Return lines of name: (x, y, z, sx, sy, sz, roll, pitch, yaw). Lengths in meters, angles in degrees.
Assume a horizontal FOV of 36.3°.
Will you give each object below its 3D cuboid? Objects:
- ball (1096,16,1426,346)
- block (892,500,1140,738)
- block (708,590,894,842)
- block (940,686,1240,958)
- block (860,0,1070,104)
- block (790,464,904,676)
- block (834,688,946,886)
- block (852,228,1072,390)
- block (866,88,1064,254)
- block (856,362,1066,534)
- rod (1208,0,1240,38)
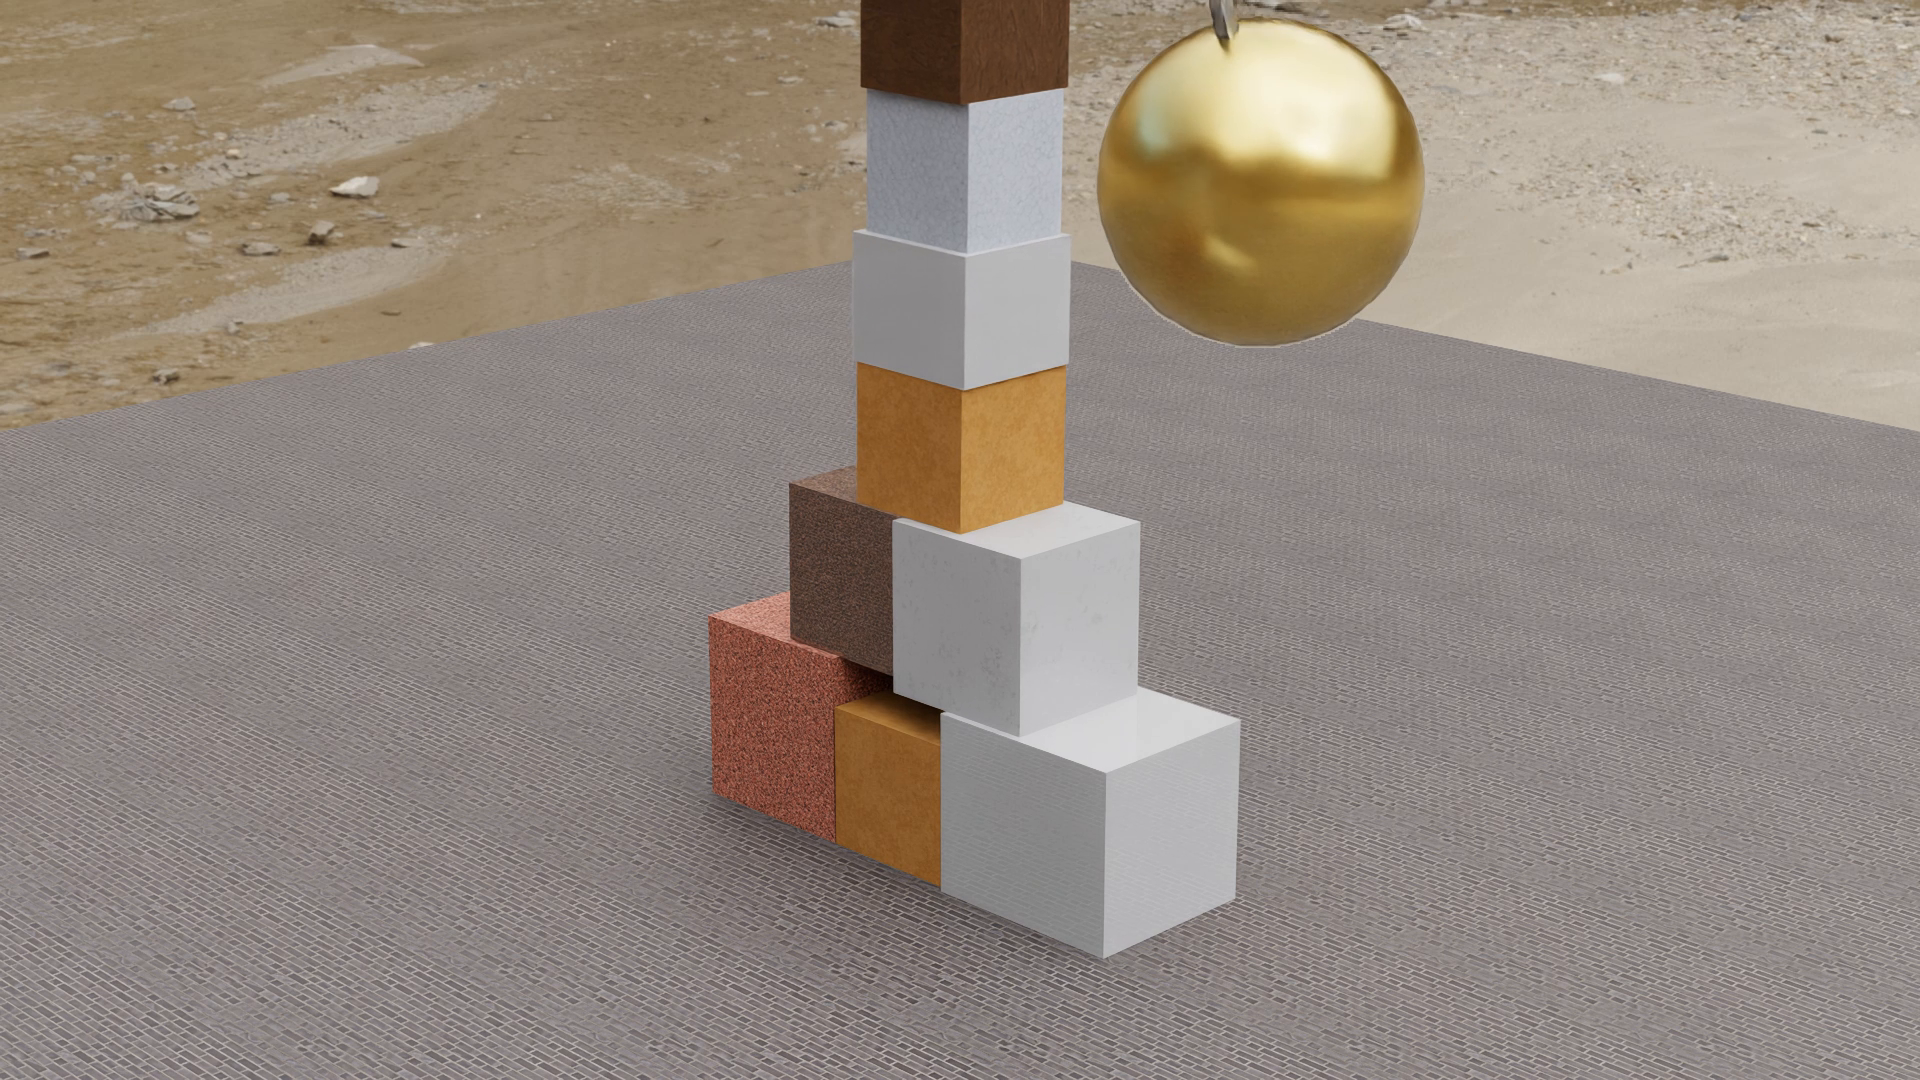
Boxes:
ball: (1.467, -1.745, 14.331, 1.600, 1.600, 1.600, 0, 17, 0)
block: (0.250, 0.305, 13.147, 0.766, 0.816, 0.794, -17, 24, -42)
block: (-0.607, 0.806, 14.247, 0.832, 0.920, 0.883, -17, 24, -42)
block: (0.577, 1.193, 13.114, 0.882, 0.860, 0.993, -17, 24, -42)
block: (0.022, -2.243, 12.603, 0.609, 0.594, 0.662, 18, 25, 42)
block: (-0.269, 0.101, 13.679, 0.751, 0.767, 0.734, -17, 25, -42)
block: (-0.048, 1.096, 13.717, 0.785, 0.684, 0.725, -17, 24, -42)
block: (0.005, -1.071, 12.975, 0.659, 0.585, 0.702, -17, 25, -42)
block: (0.020, -1.655, 12.791, 0.581, 0.640, 0.624, -17, 25, -42)
block: (0.004, -0.481, 13.172, 0.659, 0.659, 0.661, -17, 25, -42)
rod: (0.636, -4.540, 12.581, 0.080, 5.200, 0.080, 17, 44, 42)
